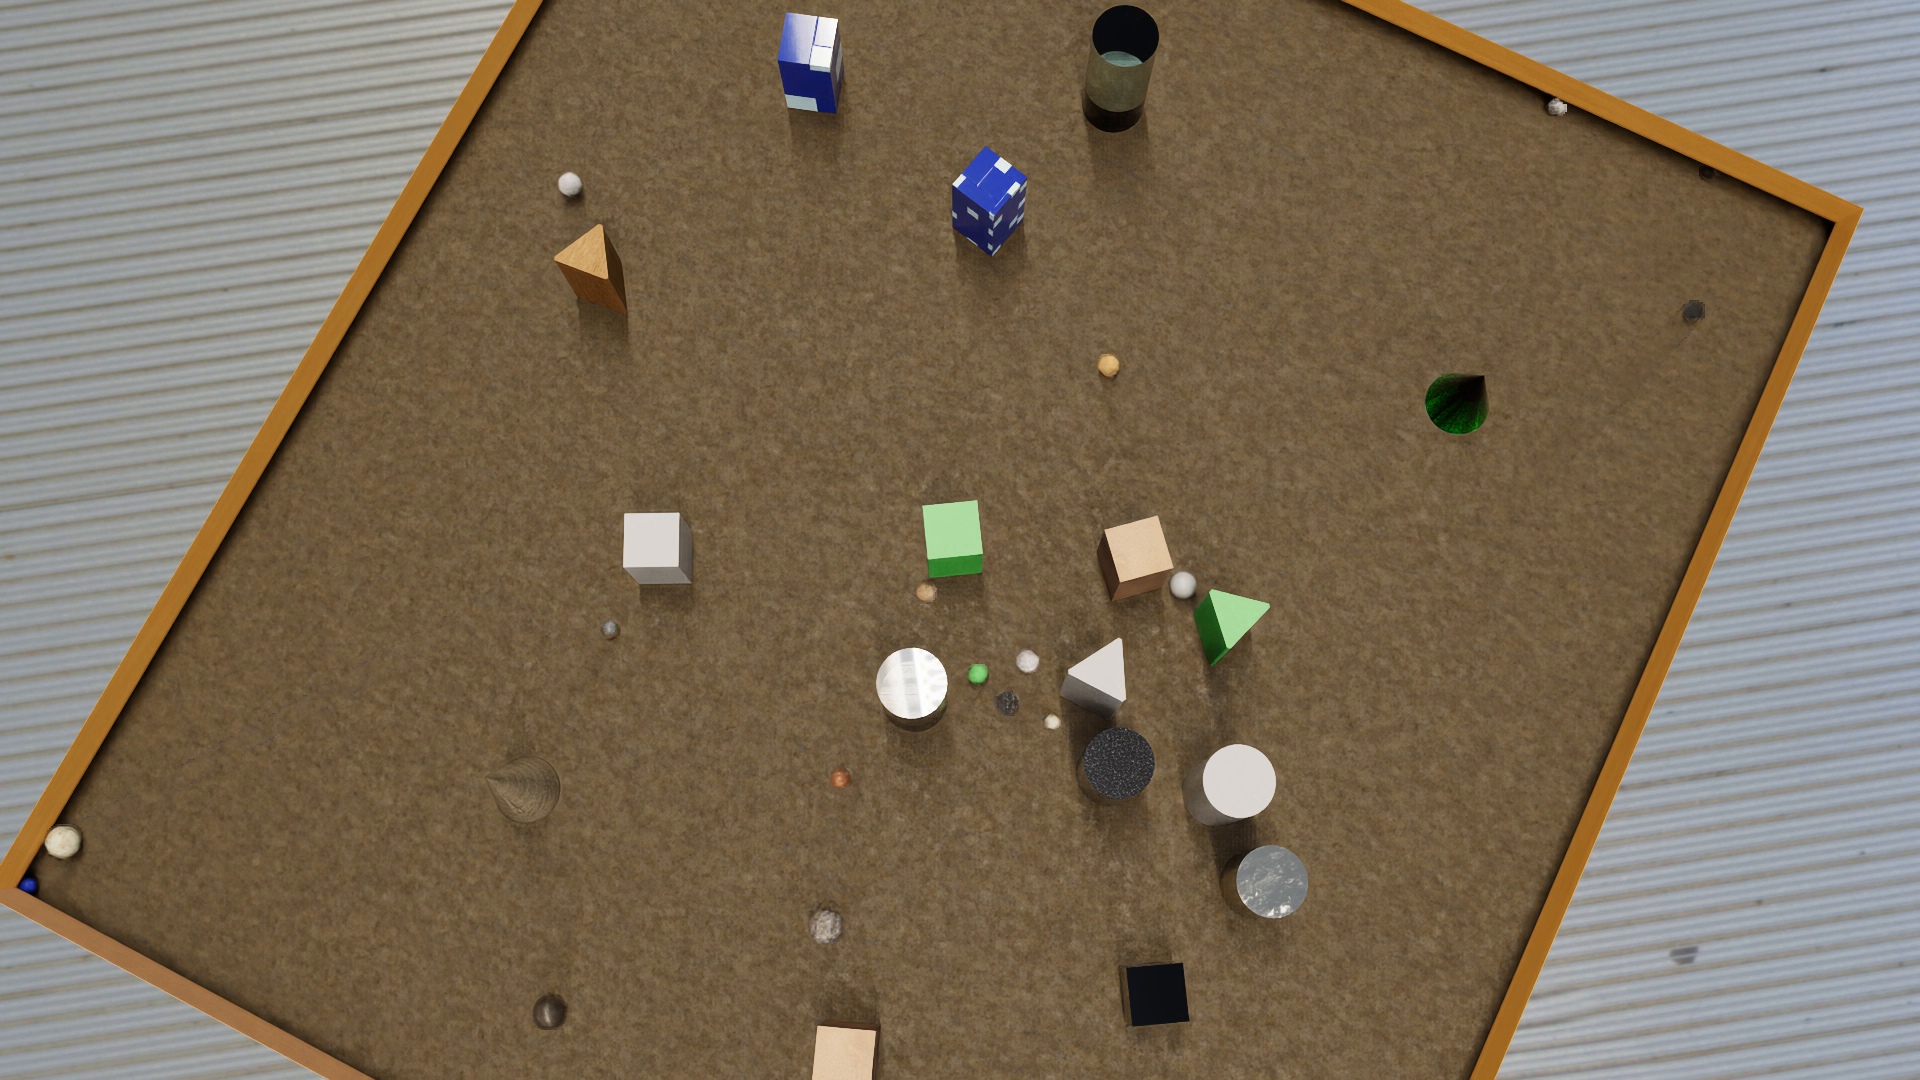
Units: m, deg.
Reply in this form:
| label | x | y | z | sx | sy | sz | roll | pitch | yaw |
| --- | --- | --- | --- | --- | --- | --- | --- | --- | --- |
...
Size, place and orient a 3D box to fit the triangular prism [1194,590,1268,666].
| label | x | y | z | sx | sy | sz | roll | pitch | yaw |
| --- | --- | --- | --- | --- | --- | --- | --- | --- | --- |
| triangular prism | 0.766 | 0.232 | 5.381 | 0.150 | 0.368 | 0.173 | 44 | 82 | 8 |

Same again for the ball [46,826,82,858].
| label | x | y | z | sx | sy | sz | roll | pitch | yaw |
| --- | --- | --- | --- | --- | --- | --- | --- | --- | --- |
| ball | -2.635 | 0.887 | 5.384 | 0.096 | 0.096 | 0.096 | 0 | 78 | 0 |

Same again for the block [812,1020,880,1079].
| label | x | y | z | sx | sy | sz | roll | pitch | yaw |
| --- | --- | --- | --- | --- | --- | --- | --- | --- | --- |
| block | -0.316 | 1.445 | 5.150 | 0.160 | 0.328 | 0.160 | 5 | 78 | 1 |

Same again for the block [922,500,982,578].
| label | x | y | z | sx | sy | sz | roll | pitch | yaw |
| --- | --- | --- | --- | --- | --- | --- | --- | --- | --- |
| block | -0.022 | 0.001 | 5.465 | 0.160 | 0.297 | 0.160 | -6 | 78 | -1 |

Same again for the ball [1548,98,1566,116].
| label | x | y | z | sx | sy | sz | roll | pitch | yaw |
| --- | --- | --- | --- | --- | --- | --- | --- | --- | --- |
| ball | 1.912 | -1.391 | 5.877 | 0.055 | 0.055 | 0.055 | 0 | 78 | 0 |

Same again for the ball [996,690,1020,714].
| label | x | y | z | sx | sy | sz | roll | pitch | yaw |
| --- | --- | --- | --- | --- | --- | --- | --- | --- | --- |
| ball | 0.143 | 0.486 | 5.481 | 0.070 | 0.070 | 0.070 | 0 | 78 | 0 |

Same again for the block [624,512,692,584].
| label | x | y | z | sx | sy | sz | roll | pitch | yaw |
| --- | --- | --- | --- | --- | --- | --- | --- | --- | --- |
| block | -0.899 | 0.027 | 5.473 | 0.160 | 0.270 | 0.160 | -1 | 78 | 0 |

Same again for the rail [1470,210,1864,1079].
| label | x | y | z | sx | sy | sz | roll | pitch | yaw |
| --- | --- | --- | --- | --- | --- | --- | --- | --- | --- |
| rail | 1.810 | 0.893 | 5.364 | 0.045 | 0.130 | 4.388 | 26 | 80 | 5 |

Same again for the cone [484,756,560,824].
| label | x | y | z | sx | sy | sz | roll | pitch | yaw |
| --- | --- | --- | --- | --- | --- | --- | --- | --- | --- |
| cone | -1.291 | 0.693 | 5.219 | 0.199 | 0.497 | 0.199 | 0 | 78 | 0 |

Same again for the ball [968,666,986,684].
| label | x | y | z | sx | sy | sz | roll | pitch | yaw |
| --- | --- | --- | --- | --- | --- | --- | --- | --- | --- |
| ball | 0.052 | 0.405 | 5.504 | 0.056 | 0.056 | 0.056 | 0 | 78 | 0 |

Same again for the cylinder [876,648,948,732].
| label | x | y | z | sx | sy | sz | roll | pitch | yaw |
| --- | --- | --- | --- | --- | --- | --- | --- | --- | --- |
| cylinder | -0.136 | 0.440 | 5.334 | 0.199 | 0.376 | 0.199 | 0 | 78 | 0 |

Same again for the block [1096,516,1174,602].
| label | x | y | z | sx | sy | sz | roll | pitch | yaw |
| --- | --- | --- | --- | --- | --- | --- | --- | --- | --- |
| block | 0.516 | 0.058 | 5.439 | 0.160 | 0.325 | 0.160 | -15 | 79 | -3 |

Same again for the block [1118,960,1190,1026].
| label | x | y | z | sx | sy | sz | roll | pitch | yaw |
| --- | --- | --- | --- | --- | --- | --- | --- | --- | --- |
| block | 0.550 | 1.290 | 5.222 | 0.160 | 0.251 | 0.160 | -5 | 78 | -1 |

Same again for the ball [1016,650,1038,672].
| label | x | y | z | sx | sy | sz | roll | pitch | yaw |
| --- | --- | --- | --- | --- | --- | --- | --- | --- | --- |
| ball | 0.203 | 0.364 | 5.508 | 0.066 | 0.066 | 0.066 | 0 | 78 | 0 |

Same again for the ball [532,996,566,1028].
| label | x | y | z | sx | sy | sz | roll | pitch | yaw |
| --- | --- | --- | --- | --- | --- | --- | --- | --- | --- |
| ball | -1.186 | 1.362 | 5.287 | 0.094 | 0.094 | 0.094 | 0 | 78 | 0 |

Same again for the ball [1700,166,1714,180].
| label | x | y | z | sx | sy | sz | roll | pitch | yaw |
| --- | --- | --- | --- | --- | --- | --- | --- | --- | --- |
| ball | 2.382 | -1.172 | 5.837 | 0.043 | 0.043 | 0.043 | 0 | 78 | 0 |

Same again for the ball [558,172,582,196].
| label | x | y | z | sx | sy | sz | roll | pitch | yaw |
| --- | --- | --- | --- | --- | --- | --- | --- | --- | --- |
| ball | -1.237 | -1.127 | 5.813 | 0.073 | 0.073 | 0.073 | 0 | 78 | 0 |

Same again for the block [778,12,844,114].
| label | x | y | z | sx | sy | sz | roll | pitch | yaw |
| --- | --- | --- | --- | --- | --- | --- | --- | --- | --- |
| block | -0.465 | -1.494 | 5.757 | 0.160 | 0.330 | 0.160 | 8 | 78 | 2 |

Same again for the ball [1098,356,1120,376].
| label | x | y | z | sx | sy | sz | roll | pitch | yaw |
| --- | --- | --- | --- | --- | --- | --- | --- | --- | --- |
| ball | 0.463 | -0.542 | 5.696 | 0.064 | 0.064 | 0.064 | 0 | 78 | 0 |

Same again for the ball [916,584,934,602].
| label | x | y | z | sx | sy | sz | roll | pitch | yaw |
| --- | --- | --- | --- | --- | --- | --- | --- | --- | --- |
| ball | -0.107 | 0.159 | 5.554 | 0.057 | 0.057 | 0.057 | 0 | 78 | 0 |

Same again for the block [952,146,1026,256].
| label | x | y | z | sx | sy | sz | roll | pitch | yaw |
| --- | --- | --- | --- | --- | --- | --- | --- | --- | --- |
| block | 0.089 | -1.041 | 5.657 | 0.160 | 0.343 | 0.160 | 38 | 81 | 7 |

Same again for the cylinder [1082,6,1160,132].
| label | x | y | z | sx | sy | sz | roll | pitch | yaw |
| --- | --- | --- | --- | --- | --- | --- | --- | --- | --- |
| cylinder | 0.493 | -1.453 | 5.680 | 0.199 | 0.465 | 0.199 | 0 | 78 | 0 |

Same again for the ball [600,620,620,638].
| label | x | y | z | sx | sy | sz | roll | pitch | yaw |
| --- | --- | --- | --- | --- | --- | --- | --- | --- | --- |
| ball | -1.057 | 0.268 | 5.533 | 0.055 | 0.055 | 0.055 | 0 | 78 | 0 |

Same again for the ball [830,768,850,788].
| label | x | y | z | sx | sy | sz | roll | pitch | yaw |
| --- | --- | --- | --- | --- | --- | --- | --- | --- | --- |
| ball | -0.356 | 0.705 | 5.440 | 0.060 | 0.060 | 0.060 | 0 | 78 | 0 |

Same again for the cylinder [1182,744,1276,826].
| label | x | y | z | sx | sy | sz | roll | pitch | yaw |
| --- | --- | --- | --- | --- | --- | --- | --- | --- | --- |
| cylinder | 0.763 | 0.705 | 5.231 | 0.199 | 0.469 | 0.199 | 0 | 78 | 0 |

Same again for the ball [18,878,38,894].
| label | x | y | z | sx | sy | sz | roll | pitch | yaw |
| --- | --- | --- | --- | --- | --- | --- | --- | --- | --- |
| ball | -2.737 | 1.016 | 5.381 | 0.050 | 0.050 | 0.050 | 0 | 78 | 0 |

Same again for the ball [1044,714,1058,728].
| label | x | y | z | sx | sy | sz | roll | pitch | yaw |
| --- | --- | --- | --- | --- | --- | --- | --- | --- | --- |
| ball | 0.274 | 0.544 | 5.483 | 0.041 | 0.041 | 0.041 | 0 | 78 | 0 |

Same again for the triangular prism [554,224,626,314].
| label | x | y | z | sx | sy | sz | roll | pitch | yaw |
| --- | --- | --- | --- | --- | --- | --- | --- | --- | --- |
| triangular prism | -1.102 | -0.844 | 5.627 | 0.173 | 0.321 | 0.150 | 21 | 79 | 4 |

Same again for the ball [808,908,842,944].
| label | x | y | z | sx | sy | sz | roll | pitch | yaw |
| --- | --- | --- | --- | --- | --- | --- | --- | --- | --- |
| ball | -0.391 | 1.124 | 5.333 | 0.100 | 0.100 | 0.100 | 0 | 78 | 0 |

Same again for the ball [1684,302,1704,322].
| label | x | y | z | sx | sy | sz | roll | pitch | yaw |
| --- | --- | --- | --- | --- | --- | --- | --- | --- | --- |
| ball | 2.295 | -0.714 | 5.735 | 0.057 | 0.057 | 0.057 | 0 | 78 | 0 |

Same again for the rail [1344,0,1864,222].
| label | x | y | z | sx | sy | sz | roll | pitch | yaw |
| --- | --- | --- | --- | --- | --- | --- | --- | --- | --- |
| rail | 0.971 | -1.894 | 5.942 | 4.096 | 0.130 | 0.045 | 26 | 80 | 5 |

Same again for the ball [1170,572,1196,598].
| label | x | y | z | sx | sy | sz | roll | pitch | yaw |
| --- | --- | --- | --- | --- | --- | --- | --- | --- | --- |
| ball | 0.676 | 0.137 | 5.547 | 0.082 | 0.082 | 0.082 | 0 | 78 | 0 |

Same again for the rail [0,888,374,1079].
| label | x | y | z | sx | sy | sz | roll | pitch | yaw |
| --- | --- | --- | --- | --- | --- | --- | --- | --- | --- |
| rail | -0.971 | 1.908 | 5.154 | 4.096 | 0.130 | 0.045 | 26 | 80 | 5 |

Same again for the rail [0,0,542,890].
| label | x | y | z | sx | sy | sz | roll | pitch | yaw |
| --- | --- | --- | --- | --- | --- | --- | --- | --- | --- |
| rail | -1.810 | -0.880 | 5.732 | 0.045 | 0.130 | 4.388 | 26 | 80 | 5 |

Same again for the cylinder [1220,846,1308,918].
| label | x | y | z | sx | sy | sz | roll | pitch | yaw |
| --- | --- | --- | --- | --- | --- | --- | --- | --- | --- |
| cylinder | 0.866 | 0.981 | 5.244 | 0.199 | 0.331 | 0.199 | 0 | 78 | 0 |

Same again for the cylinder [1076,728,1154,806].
| label | x | y | z | sx | sy | sz | roll | pitch | yaw |
| --- | --- | --- | --- | --- | --- | --- | --- | --- | --- |
| cylinder | 0.446 | 0.659 | 5.304 | 0.199 | 0.345 | 0.199 | 0 | 78 | 0 |

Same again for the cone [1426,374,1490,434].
| label | x | y | z | sx | sy | sz | roll | pitch | yaw |
| --- | --- | --- | --- | --- | --- | --- | --- | --- | --- |
| cone | 1.548 | -0.455 | 5.556 | 0.199 | 0.302 | 0.199 | 0 | 78 | 0 |

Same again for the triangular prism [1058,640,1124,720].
| label | x | y | z | sx | sy | sz | roll | pitch | yaw |
| --- | --- | --- | --- | --- | --- | --- | --- | --- | --- |
| triangular prism | 0.408 | 0.386 | 5.286 | 0.173 | 0.490 | 0.150 | 27 | 80 | 5 |
